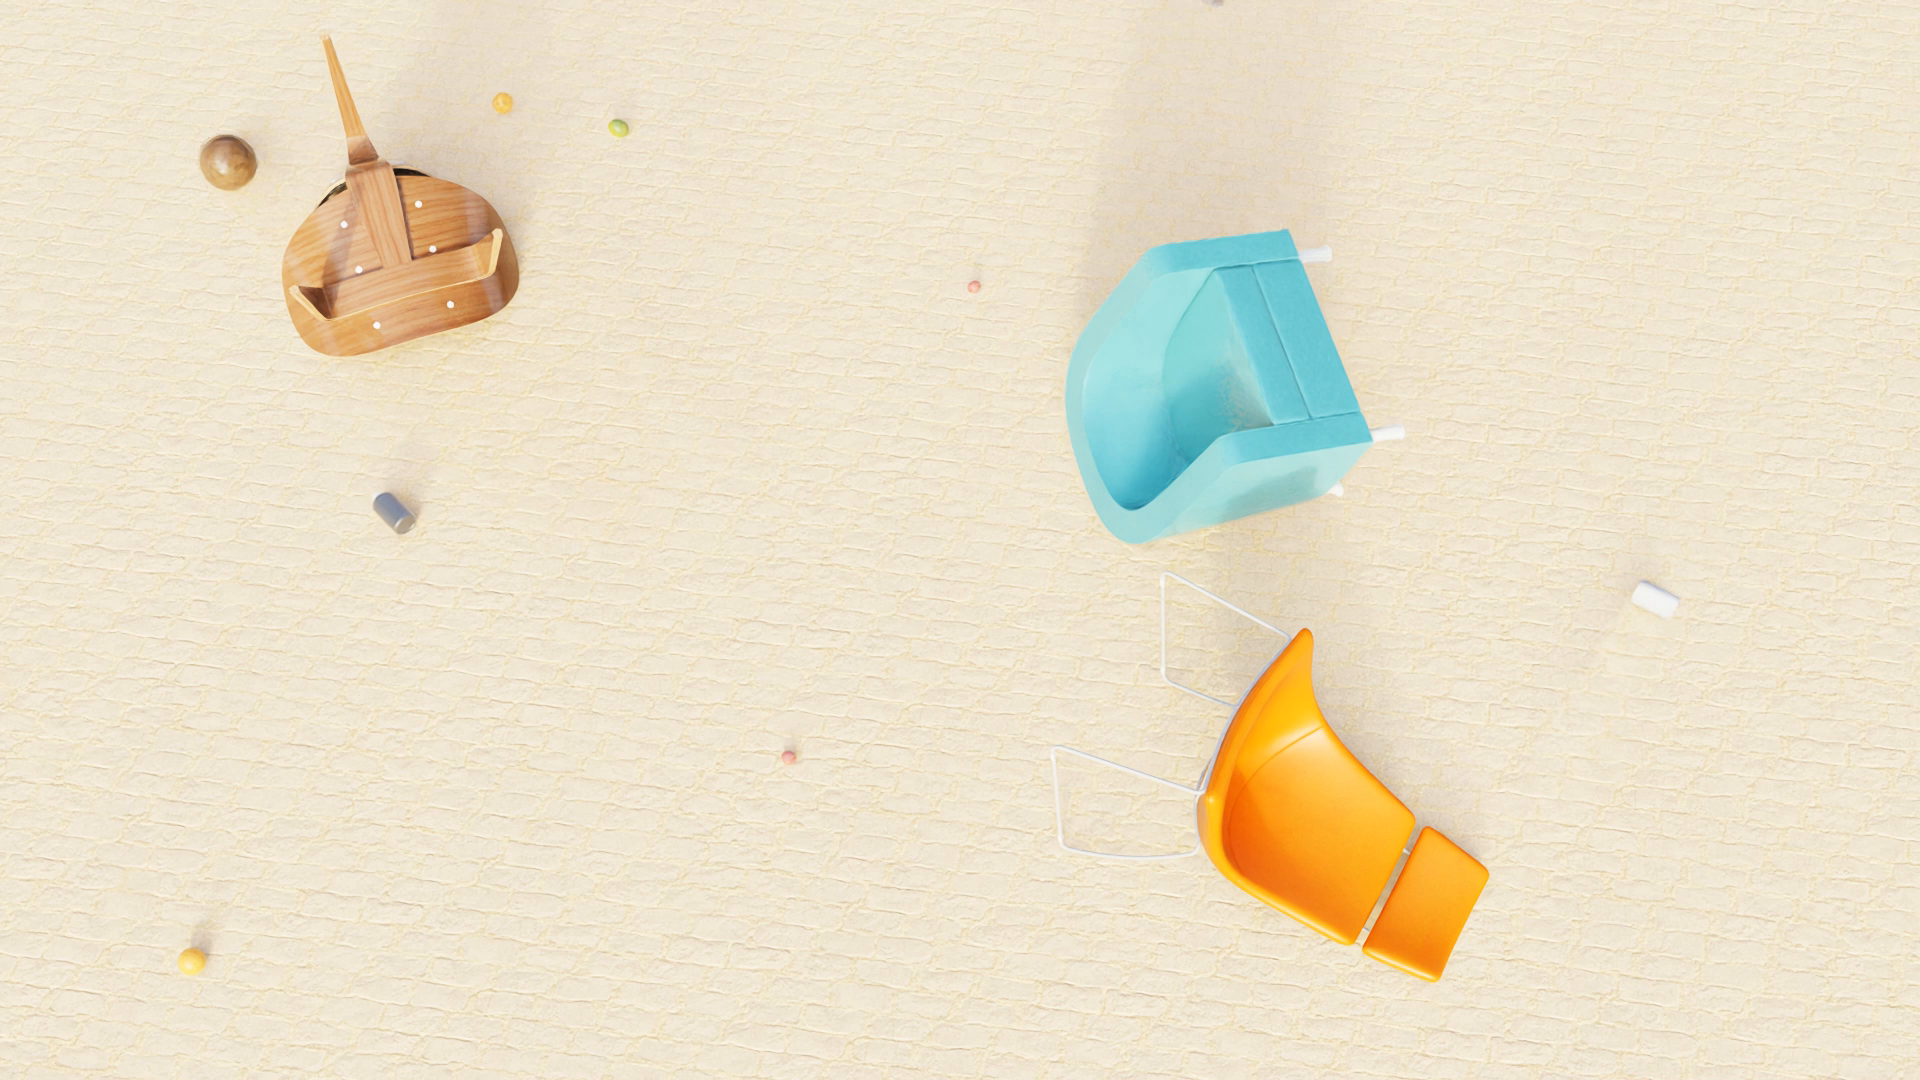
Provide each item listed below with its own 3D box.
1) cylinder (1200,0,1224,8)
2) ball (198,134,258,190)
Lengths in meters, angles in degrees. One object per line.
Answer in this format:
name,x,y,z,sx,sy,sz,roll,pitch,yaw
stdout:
cylinder,0.880,-1.957,7.810,0.110,0.134,0.089,30,85,19
ball,-2.430,-1.253,7.304,0.185,0.185,0.185,0,56,0
